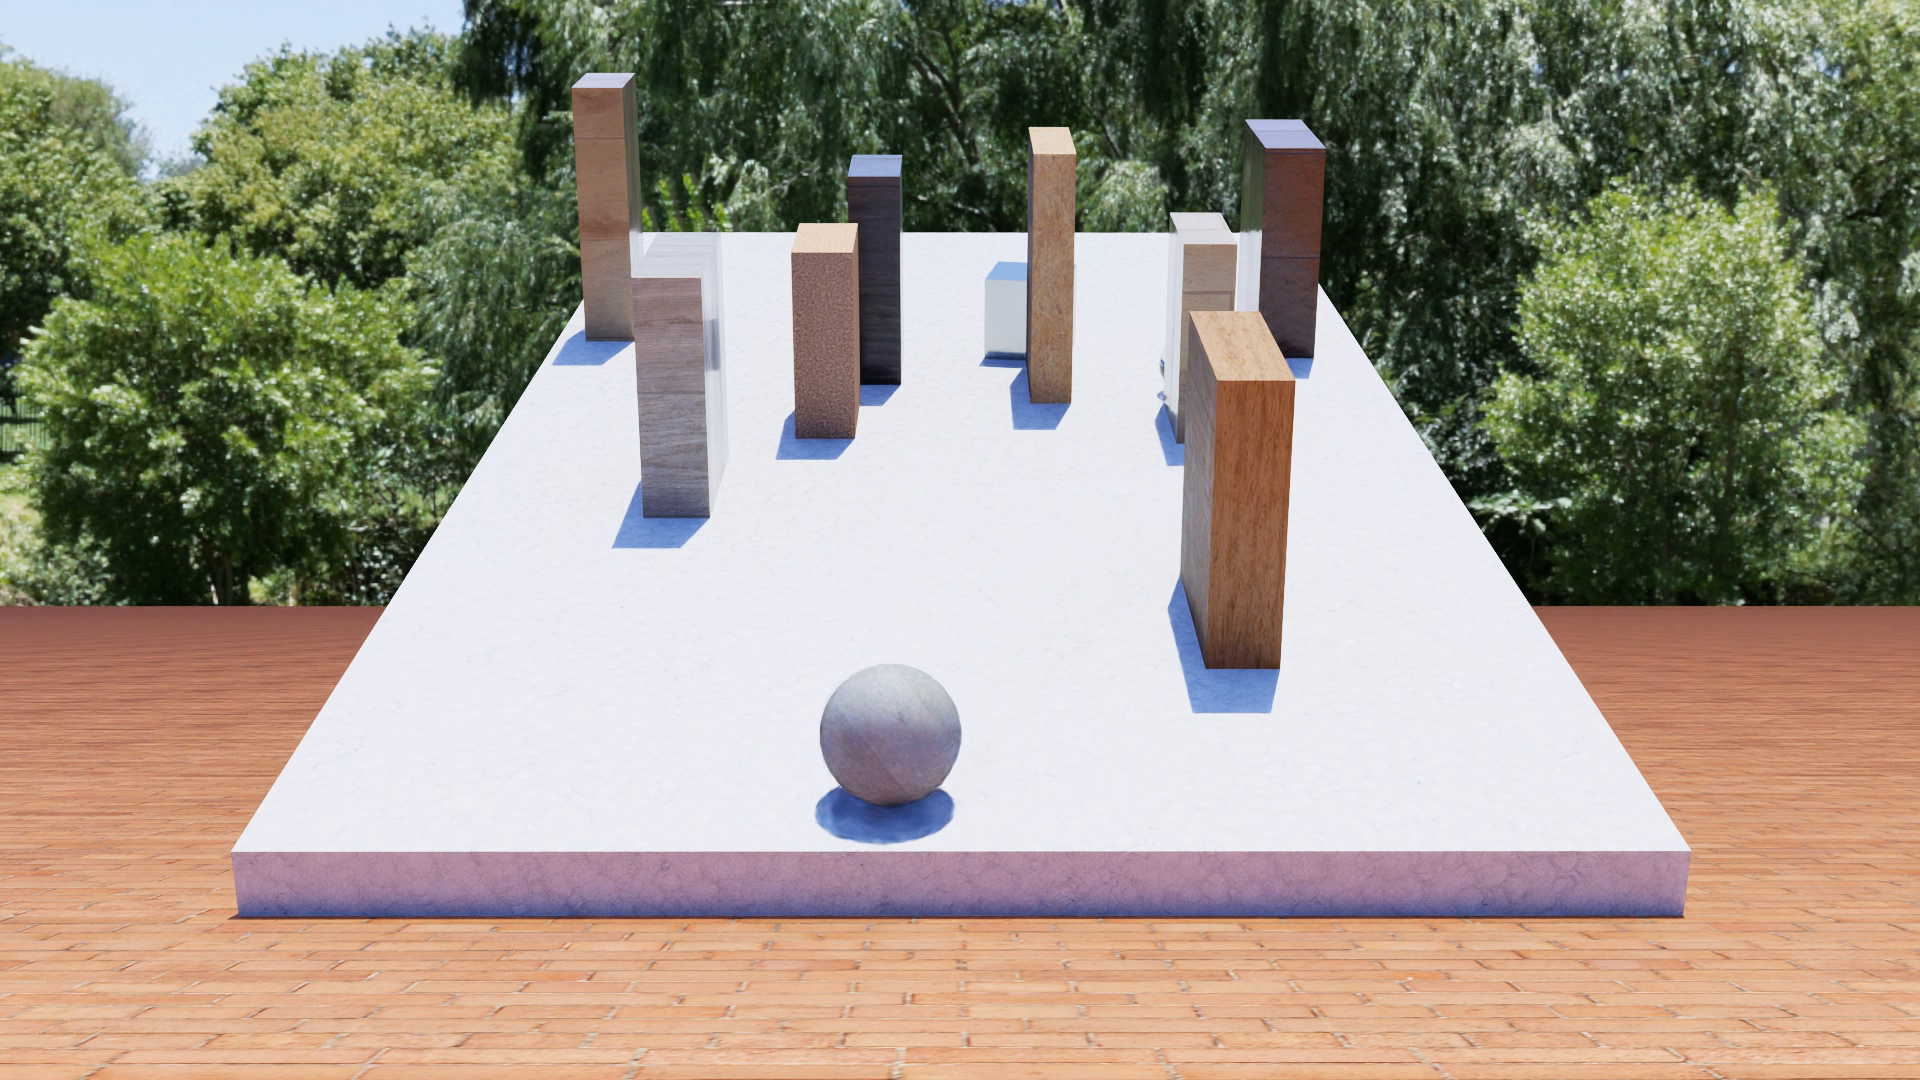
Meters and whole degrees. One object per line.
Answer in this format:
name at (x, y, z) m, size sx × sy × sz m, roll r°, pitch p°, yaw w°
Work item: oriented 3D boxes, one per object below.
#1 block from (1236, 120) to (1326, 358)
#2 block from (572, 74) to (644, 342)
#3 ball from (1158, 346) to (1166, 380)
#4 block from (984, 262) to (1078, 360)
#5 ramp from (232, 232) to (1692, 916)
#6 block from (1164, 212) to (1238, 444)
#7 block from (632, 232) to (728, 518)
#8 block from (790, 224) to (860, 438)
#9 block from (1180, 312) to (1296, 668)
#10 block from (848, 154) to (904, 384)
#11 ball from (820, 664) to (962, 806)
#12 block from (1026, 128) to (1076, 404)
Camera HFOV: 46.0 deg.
block at (0.791, -0.753, 5.618) m, size 0.142 × 0.512 × 0.408 m, roll 0°, pitch 20°, yaw 0°
block at (-0.873, -0.832, 5.659) m, size 0.122 × 0.628 × 0.241 m, roll 0°, pitch 20°, yaw 0°
ball at (0.526, -0.403, 5.200) m, size 0.137 × 0.137 × 0.137 m, roll 0°, pitch -2°, yaw 0°
block at (0.174, -0.560, 5.546) m, size 0.197 × 0.197 × 0.197 m, roll 4°, pitch 20°, yaw 10°
ramp at (-0.005, -0.205, 4.999) m, size 2.000 × 0.100 × 4.000 m, roll 0°, pitch 20°, yaw 0°
block at (0.521, -0.465, 4.934) m, size 0.112 × 0.434 × 0.320 m, roll 0°, pitch 20°, yaw 0°
block at (-0.551, -0.333, 4.501) m, size 0.130 × 0.477 × 0.395 m, roll 0°, pitch 20°, yaw 0°
block at (-0.291, -0.460, 4.954) m, size 0.129 × 0.409 × 0.293 m, roll 0°, pitch 20°, yaw 0°
block at (0.462, -0.094, 3.825) m, size 0.122 × 0.489 × 0.442 m, roll 0°, pitch 20°, yaw 0°
block at (-0.196, -0.638, 5.331) m, size 0.118 × 0.489 × 0.272 m, roll 0°, pitch 20°, yaw 0°
ball at (-0.099, 0.276, 3.217) m, size 0.202 × 0.202 × 0.202 m, roll 0°, pitch -2°, yaw 0°
block at (0.207, -0.636, 5.211) m, size 0.093 × 0.568 × 0.349 m, roll 0°, pitch 20°, yaw 0°
